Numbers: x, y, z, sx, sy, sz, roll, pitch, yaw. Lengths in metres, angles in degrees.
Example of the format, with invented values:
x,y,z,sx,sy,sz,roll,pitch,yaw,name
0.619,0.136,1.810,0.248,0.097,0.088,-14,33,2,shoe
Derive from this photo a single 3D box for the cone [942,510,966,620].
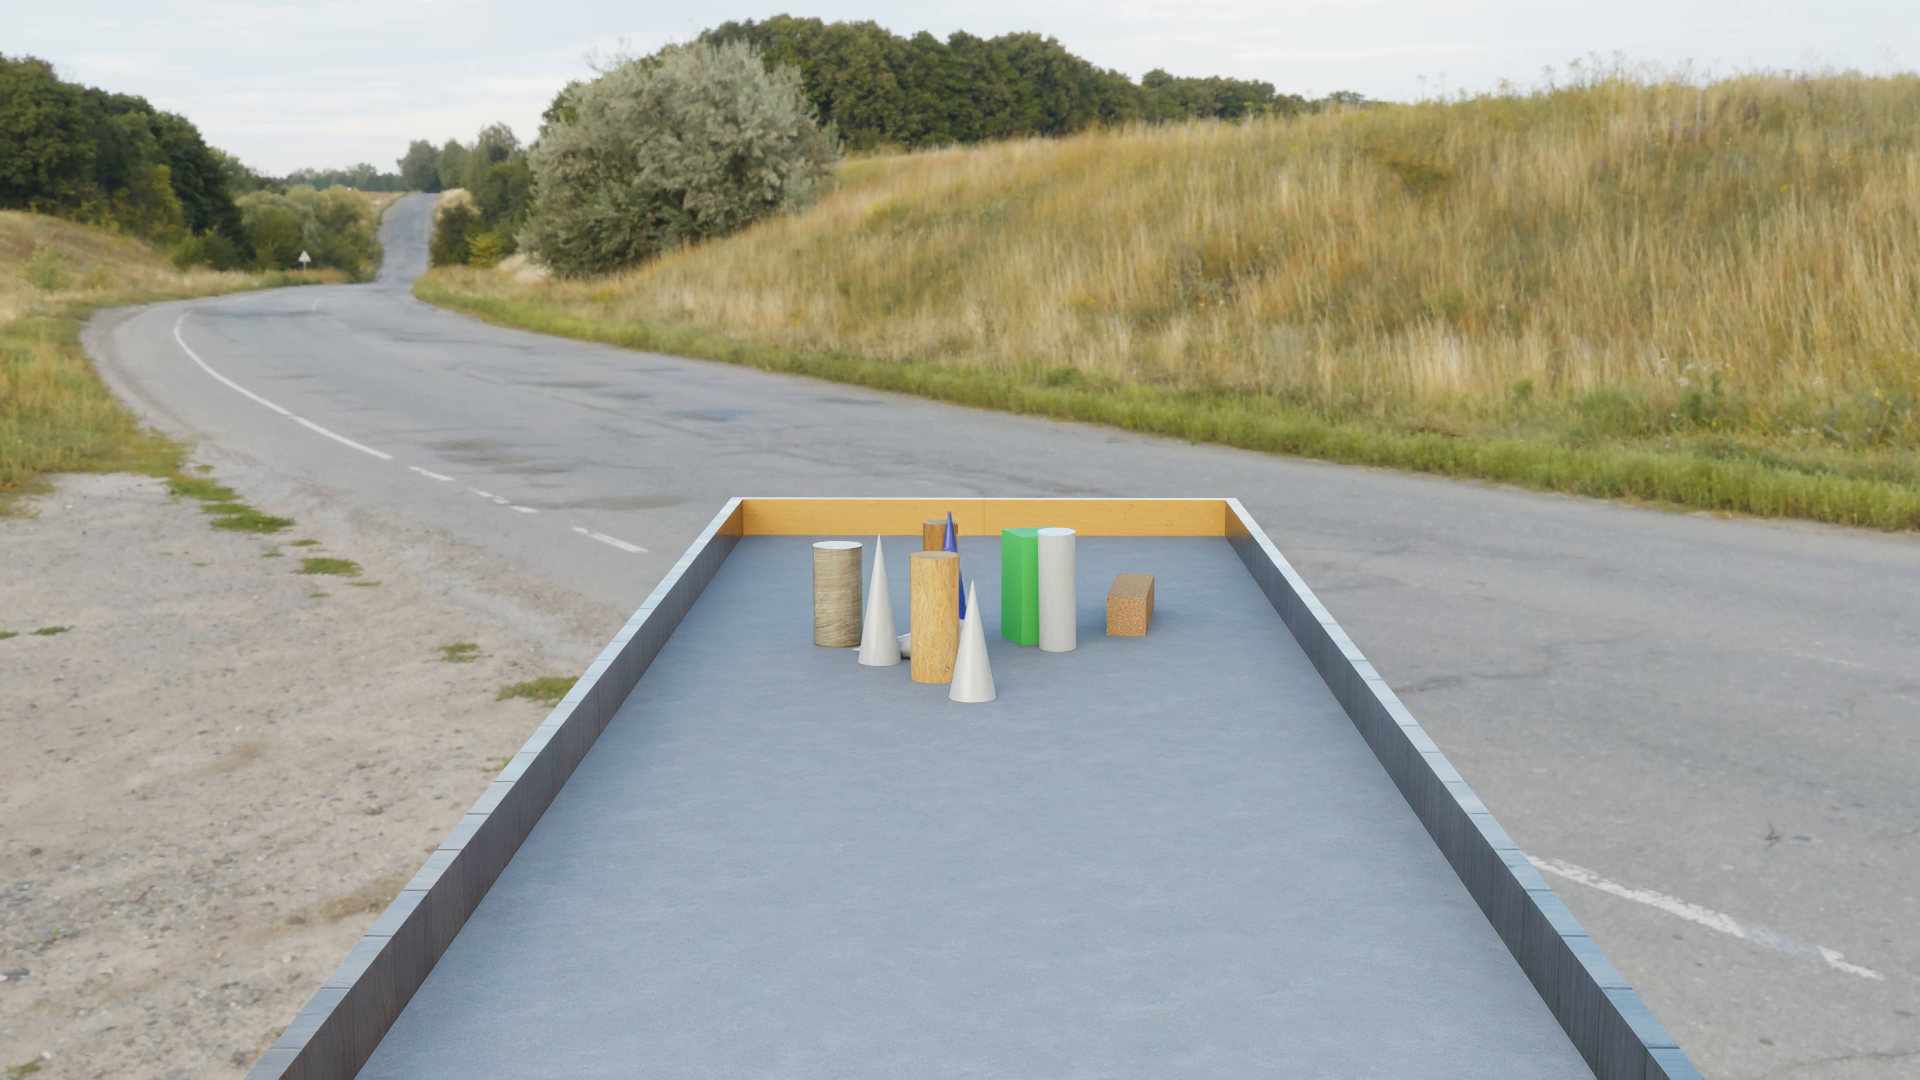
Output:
x,y,z,sx,sy,sz,roll,pitch,yaw,name
-0.032,0.122,6.780,0.154,0.454,0.154,0,8,0,cone

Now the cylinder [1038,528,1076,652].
x,y,z,sx,sy,sz,roll,pitch,yaw,name
0.302,0.154,6.835,0.117,0.369,0.117,-1,13,0,cylinder

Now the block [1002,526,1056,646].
x,y,z,sx,sy,sz,roll,pitch,yaw,name
0.247,0.144,7.001,0.177,0.345,0.177,-3,10,-20,block

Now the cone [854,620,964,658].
x,y,z,sx,sy,sz,roll,pitch,yaw,name
-0.169,0.325,6.740,0.407,0.138,0.138,-6,5,32,cone

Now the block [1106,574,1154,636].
x,y,z,sx,sy,sz,roll,pitch,yaw,name
0.567,0.211,7.283,0.124,0.124,0.455,1,9,8,block

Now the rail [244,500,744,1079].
x,y,z,sx,sy,sz,roll,pitch,yaw,name
-1.004,0.839,3.234,0.050,0.150,12.000,0,9,1,rail

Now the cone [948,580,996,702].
x,y,z,sx,sy,sz,roll,pitch,yaw,name
0.036,0.276,6.184,0.134,0.340,0.134,0,9,0,cone

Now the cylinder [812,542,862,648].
x,y,z,sx,sy,sz,roll,pitch,yaw,name
-0.385,0.171,6.927,0.155,0.314,0.155,0,9,0,cylinder

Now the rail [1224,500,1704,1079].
x,y,z,sx,sy,sz,roll,pitch,yaw,name
1.046,0.843,3.208,0.050,0.150,12.000,0,9,1,rail

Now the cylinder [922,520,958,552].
x,y,z,sx,sy,sz,roll,pitch,yaw,name
-0.062,0.133,6.950,0.109,0.383,0.109,0,9,0,cylinder

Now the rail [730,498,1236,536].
x,y,z,sx,sy,sz,roll,pitch,yaw,name
0.099,-0.098,9.147,2.100,0.150,0.050,0,9,1,rail

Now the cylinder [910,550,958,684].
x,y,z,sx,sy,sz,roll,pitch,yaw,name
-0.074,0.224,6.425,0.142,0.366,0.142,0,9,0,cylinder

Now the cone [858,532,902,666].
x,y,z,sx,sy,sz,roll,pitch,yaw,name
-0.244,0.172,6.654,0.133,0.398,0.133,0,9,0,cone
